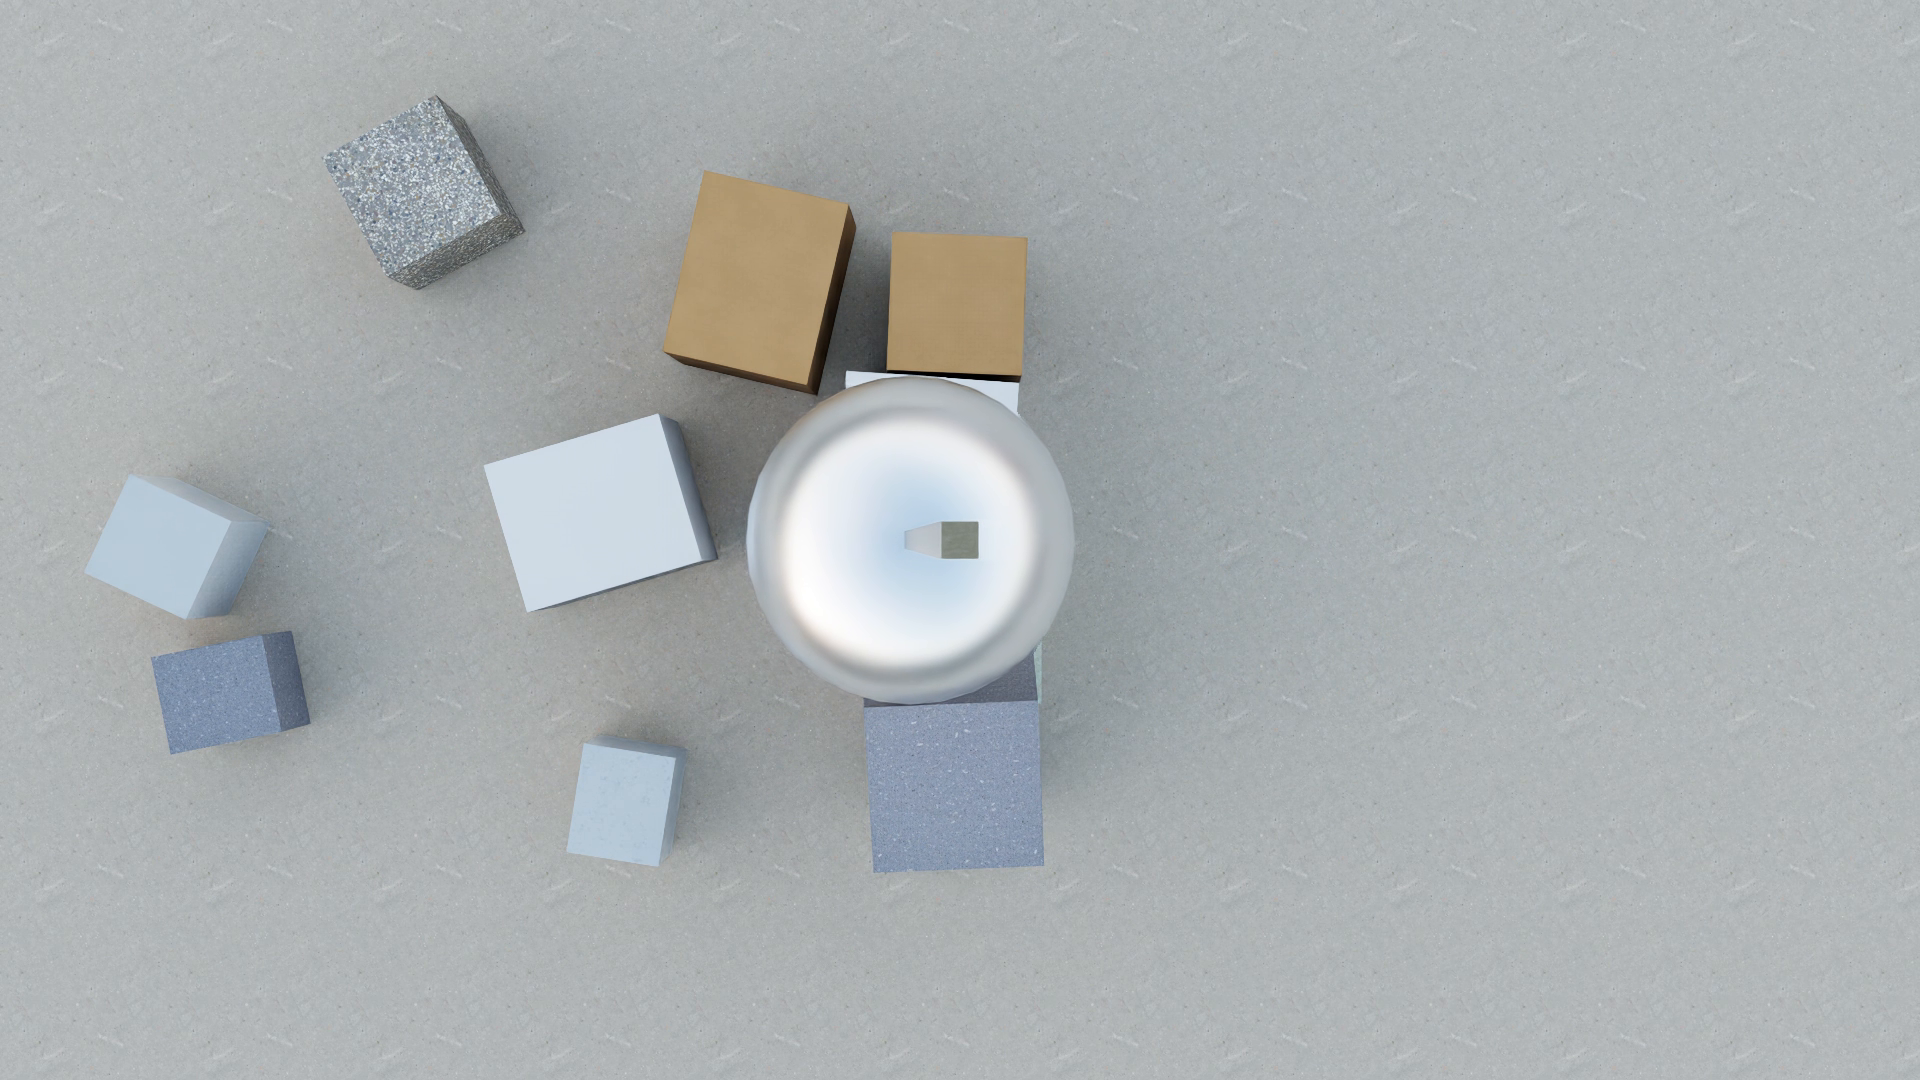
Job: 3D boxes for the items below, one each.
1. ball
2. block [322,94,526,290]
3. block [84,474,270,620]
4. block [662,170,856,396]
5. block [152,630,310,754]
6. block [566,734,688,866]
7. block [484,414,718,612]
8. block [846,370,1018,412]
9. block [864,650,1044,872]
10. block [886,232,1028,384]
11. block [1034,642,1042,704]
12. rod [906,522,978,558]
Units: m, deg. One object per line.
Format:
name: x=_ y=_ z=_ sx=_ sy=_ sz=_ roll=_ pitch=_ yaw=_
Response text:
ball: x=-0.238 y=0.000 z=10.687 sx=1.600 sy=1.600 sz=1.600 roll=0 pitch=90 yaw=0
block: x=-3.069 y=-1.981 z=12.647 sx=0.731 sy=0.706 sz=0.760 roll=-29 pitch=90 yaw=0
block: x=-4.486 y=0.038 z=12.648 sx=0.627 sy=0.704 sz=0.606 roll=25 pitch=90 yaw=0
block: x=-1.124 y=-1.443 z=12.541 sx=0.815 sy=0.917 sz=1.021 roll=13 pitch=90 yaw=0
block: x=-4.208 y=0.875 z=12.720 sx=0.640 sy=0.560 sz=0.562 roll=-12 pitch=90 yaw=0
block: x=-1.917 y=1.499 z=12.718 sx=0.526 sy=0.564 sz=0.623 roll=9 pitch=90 yaw=0
block: x=-2.029 y=-0.149 z=12.573 sx=1.006 sy=0.854 sz=0.847 roll=-17 pitch=90 yaw=0
block: x=-0.181 y=-0.468 z=12.557 sx=0.954 sy=0.885 sz=0.862 roll=4 pitch=90 yaw=0
block: x=-0.026 y=1.122 z=11.727 sx=0.882 sy=1.044 sz=0.907 roll=-2 pitch=106 yaw=1
block: x=-0.016 y=-1.305 z=12.570 sx=0.748 sy=0.860 sz=0.763 roll=2 pitch=90 yaw=0
block: x=0.001 y=0.481 z=12.604 sx=0.906 sy=0.791 sz=0.854 roll=0 pitch=90 yaw=0
rod: x=-0.103 y=0.000 z=7.290 sx=0.080 sy=5.200 sz=0.080 roll=0 pitch=90 yaw=-2
